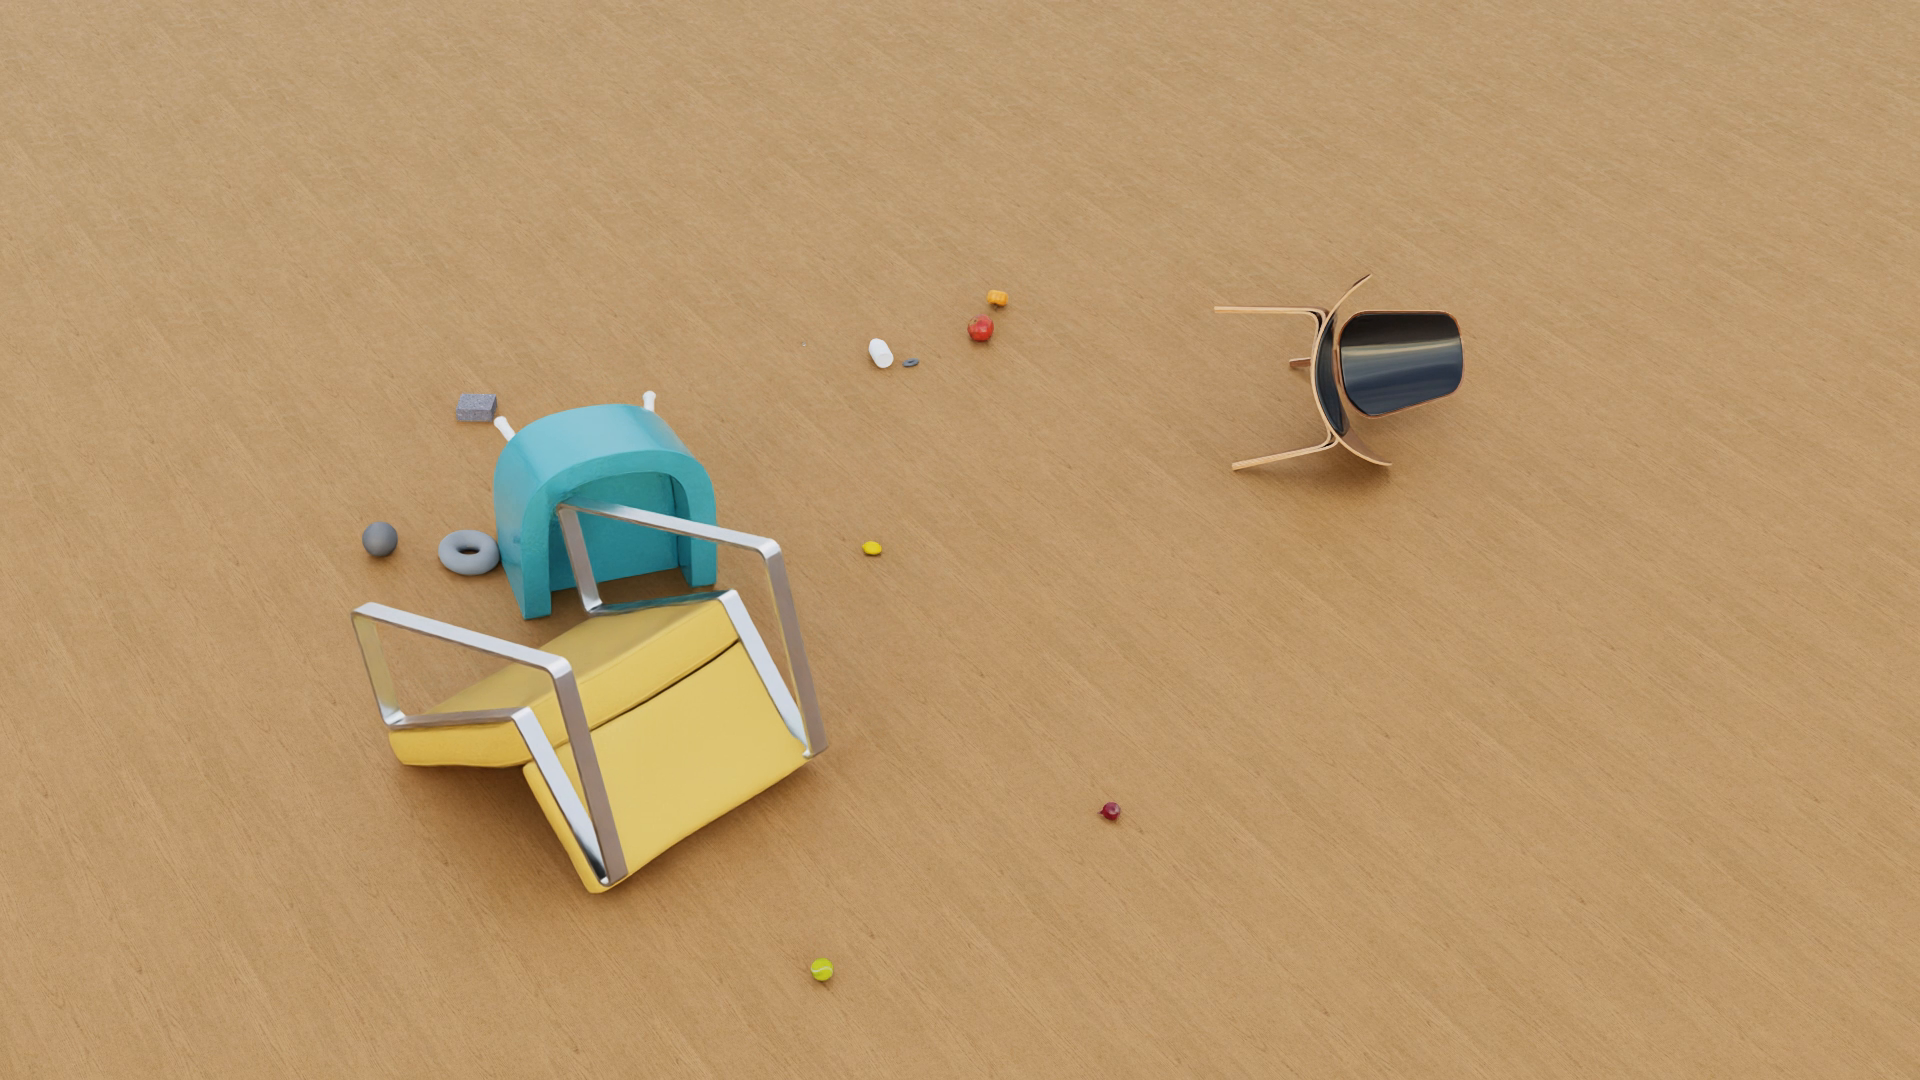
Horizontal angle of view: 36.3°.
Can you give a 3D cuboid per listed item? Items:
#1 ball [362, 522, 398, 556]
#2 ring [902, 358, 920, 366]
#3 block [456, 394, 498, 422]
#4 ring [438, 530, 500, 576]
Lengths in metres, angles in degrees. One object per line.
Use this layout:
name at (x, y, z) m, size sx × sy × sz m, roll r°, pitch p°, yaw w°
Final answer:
ball at (-2.142, -0.003, 10.830) m, size 0.131 × 0.131 × 0.131 m, roll 0°, pitch 33°, yaw 0°
ring at (-0.202, -0.728, 12.035) m, size 0.078 × 0.016 × 0.046 m, roll -20°, pitch 37°, yaw -28°
block at (-1.928, -0.529, 11.697) m, size 0.140 × 0.054 × 0.123 m, roll 1°, pitch 33°, yaw 2°
ring at (-1.809, 0.045, 10.812) m, size 0.217 × 0.072 × 0.271 m, roll -22°, pitch 39°, yaw -28°
